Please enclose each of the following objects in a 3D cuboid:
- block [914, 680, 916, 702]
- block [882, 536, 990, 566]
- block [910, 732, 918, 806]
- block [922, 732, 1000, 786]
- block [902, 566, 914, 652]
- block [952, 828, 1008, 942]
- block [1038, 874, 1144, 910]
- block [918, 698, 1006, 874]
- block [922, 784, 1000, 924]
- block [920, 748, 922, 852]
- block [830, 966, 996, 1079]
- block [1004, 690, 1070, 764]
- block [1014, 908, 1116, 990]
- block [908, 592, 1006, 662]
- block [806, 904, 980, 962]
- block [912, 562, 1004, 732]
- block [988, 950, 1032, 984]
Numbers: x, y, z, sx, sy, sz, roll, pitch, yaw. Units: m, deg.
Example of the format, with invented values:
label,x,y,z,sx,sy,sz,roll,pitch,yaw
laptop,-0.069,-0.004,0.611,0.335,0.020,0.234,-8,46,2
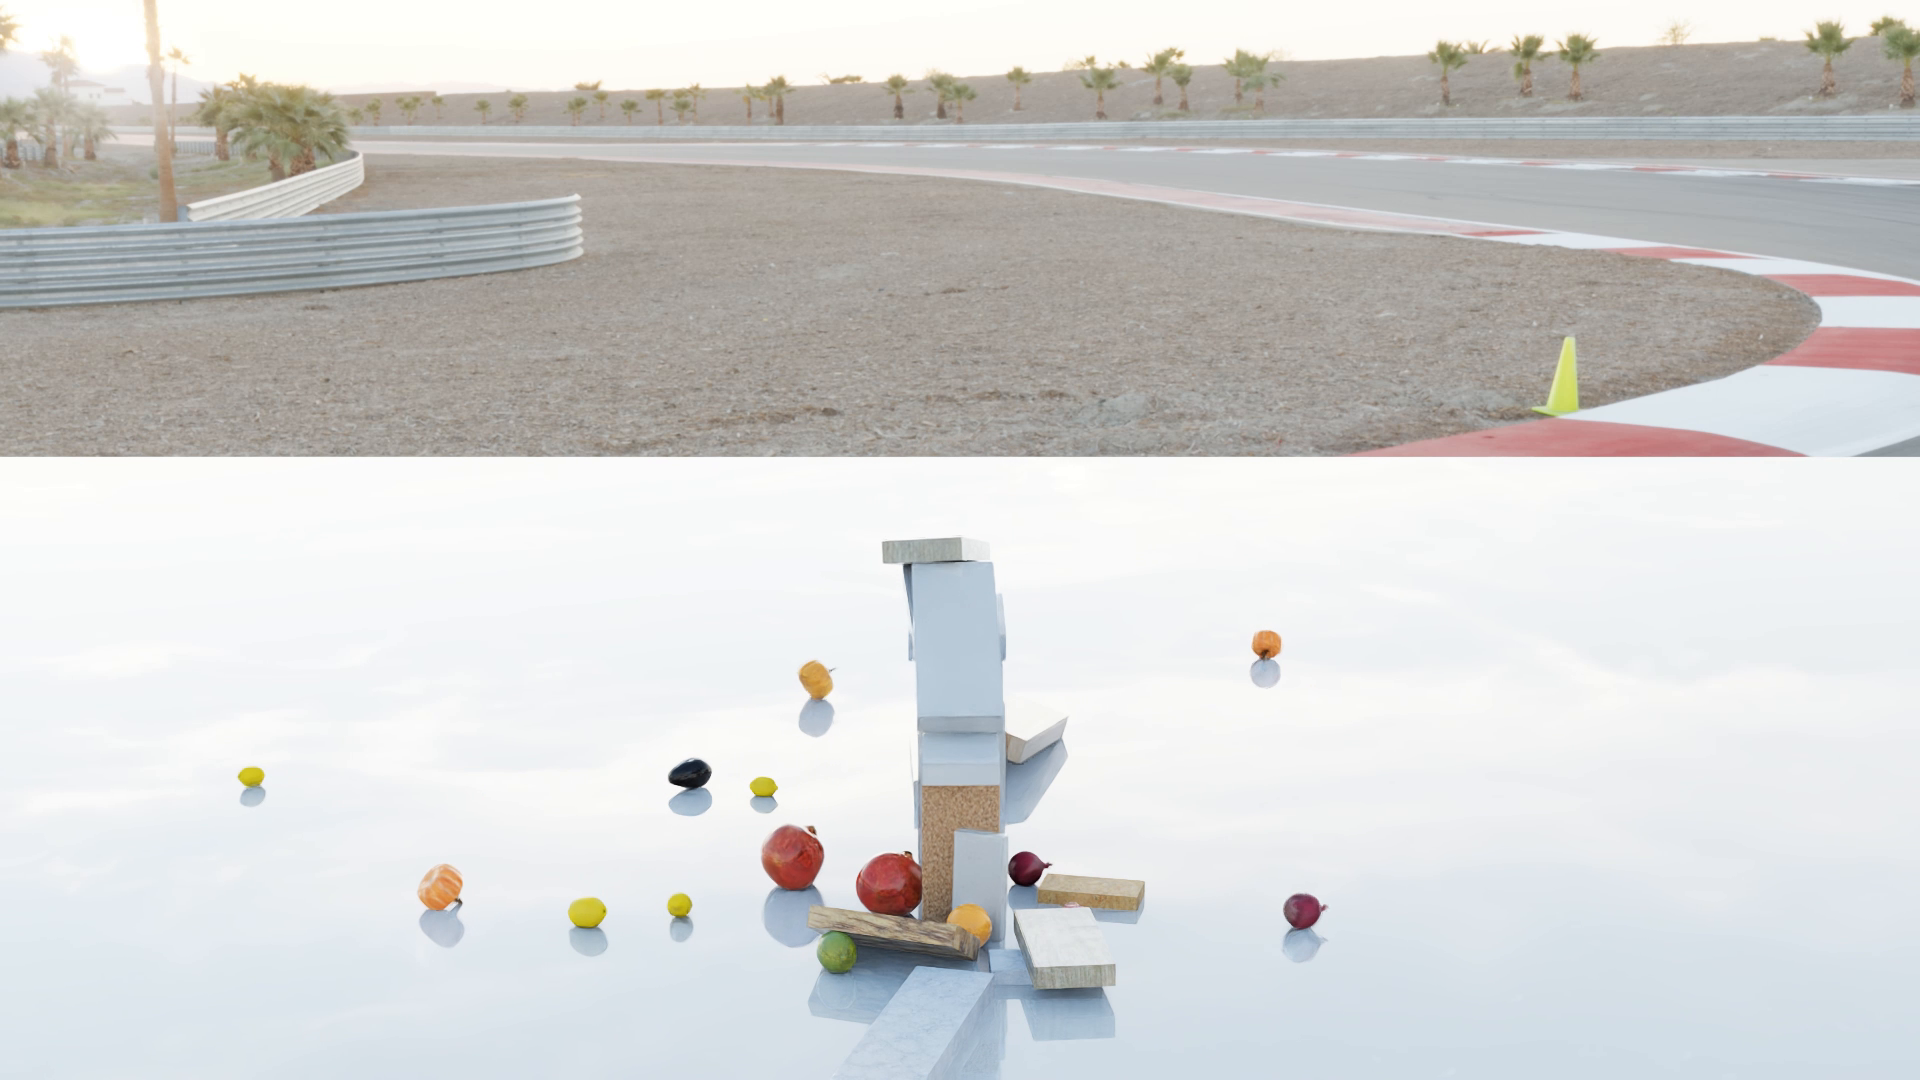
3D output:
label,x,y,z,sx,sy,sz,roll,pitch,yaw
block,-0.001,0.226,3.864,0.149,0.042,0.299,0,11,1
block,-0.040,0.023,3.926,0.141,0.040,0.283,-3,-3,10
block,-0.009,0.445,4.319,0.171,0.048,0.342,0,11,-3
block,0.000,0.345,3.560,0.121,0.034,0.243,0,10,-1
block,-0.020,0.124,3.853,0.141,0.040,0.283,-2,26,-5
block,0.032,0.543,3.465,0.083,0.166,0.023,4,7,23
block,0.218,0.583,3.643,0.166,0.023,0.083,3,11,13
block,0.003,0.420,3.759,0.149,0.299,0.042,0,7,0
block,0.002,0.495,3.511,0.122,0.243,0.034,1,9,3
block,-0.004,0.467,3.663,0.121,0.243,0.034,0,9,0
block,-0.061,0.689,3.045,0.120,0.034,0.428,3,11,15
block,0.095,0.373,4.477,0.171,0.048,0.342,20,10,15
block,0.155,0.614,3.319,0.120,0.034,0.239,-1,11,-6
block,-0.005,0.156,3.989,0.171,0.048,0.342,0,11,0
block,-0.101,0.601,3.363,0.239,0.034,0.120,4,-19,21
block,-0.006,0.175,3.682,0.141,0.040,0.346,0,45,-3
block,0.128,0.643,3.318,0.166,0.023,0.083,0,11,-1
